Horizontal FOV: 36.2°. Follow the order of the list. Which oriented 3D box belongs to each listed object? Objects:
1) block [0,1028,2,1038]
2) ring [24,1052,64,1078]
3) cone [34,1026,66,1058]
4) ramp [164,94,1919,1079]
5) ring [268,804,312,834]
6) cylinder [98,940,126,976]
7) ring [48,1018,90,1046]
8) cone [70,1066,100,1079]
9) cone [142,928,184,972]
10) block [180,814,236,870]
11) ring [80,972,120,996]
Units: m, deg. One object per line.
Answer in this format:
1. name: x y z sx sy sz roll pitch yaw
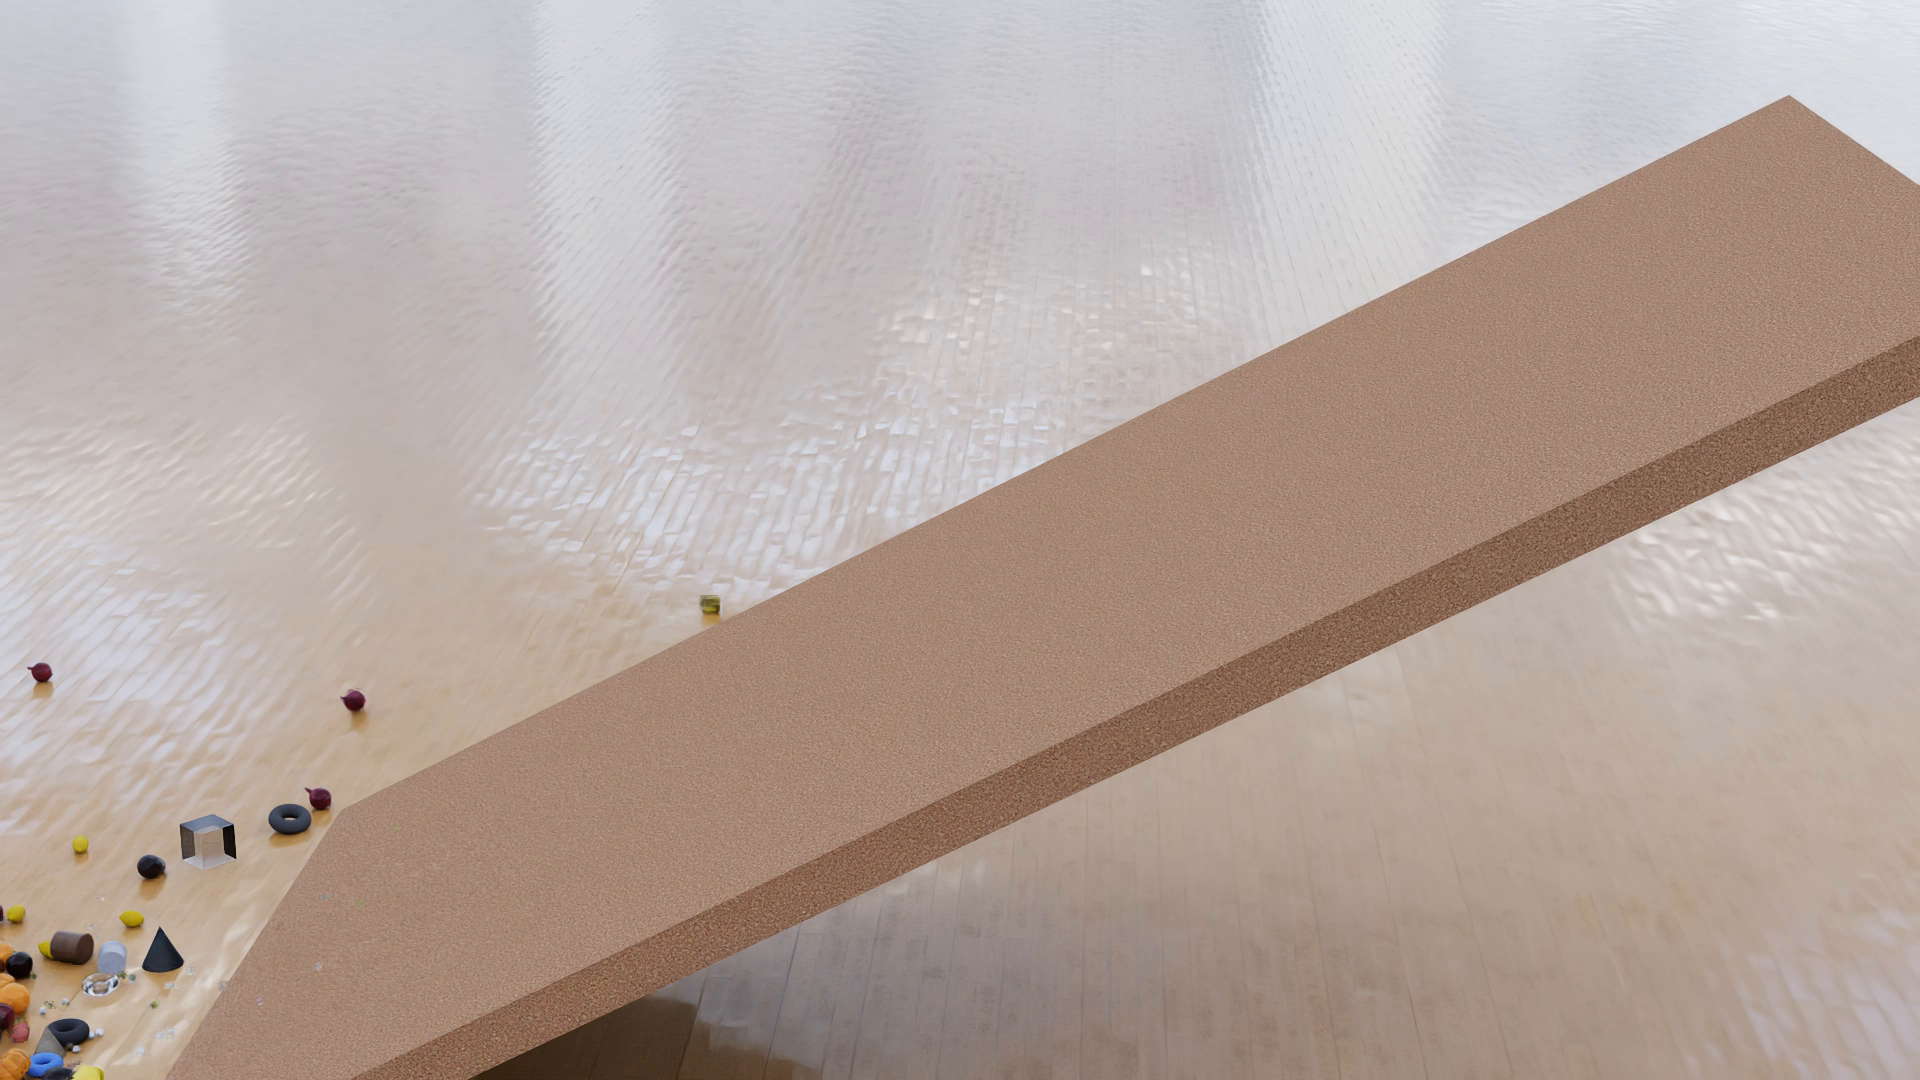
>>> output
1. block: -2.192 1.073 6.531 0.083 0.083 0.083 12 21 33
2. ring: -1.995 1.143 6.401 0.084 0.028 0.084 1 18 0
3. cone: -2.004 1.100 6.462 0.074 0.074 0.074 0 17 0
4. ramp: 0.140 0.167 6.281 4.000 0.100 2.000 -26 14 10
5. ring: -1.752 0.729 7.691 0.110 0.037 0.110 8 29 -4
6. cylinder: -1.982 0.978 6.874 0.063 0.063 0.063 -4 19 -13
7. ring: -1.988 1.096 6.542 0.101 0.034 0.101 0 17 0
8. cone: -1.876 1.161 6.235 0.077 0.077 0.077 8 7 24
9. cone: -1.875 0.950 6.904 0.097 0.097 0.097 0 17 0
10. block: -1.914 0.769 7.488 0.098 0.098 0.098 16 23 42
11. ring: -1.983 1.024 6.782 0.087 0.029 0.087 -1 16 0
